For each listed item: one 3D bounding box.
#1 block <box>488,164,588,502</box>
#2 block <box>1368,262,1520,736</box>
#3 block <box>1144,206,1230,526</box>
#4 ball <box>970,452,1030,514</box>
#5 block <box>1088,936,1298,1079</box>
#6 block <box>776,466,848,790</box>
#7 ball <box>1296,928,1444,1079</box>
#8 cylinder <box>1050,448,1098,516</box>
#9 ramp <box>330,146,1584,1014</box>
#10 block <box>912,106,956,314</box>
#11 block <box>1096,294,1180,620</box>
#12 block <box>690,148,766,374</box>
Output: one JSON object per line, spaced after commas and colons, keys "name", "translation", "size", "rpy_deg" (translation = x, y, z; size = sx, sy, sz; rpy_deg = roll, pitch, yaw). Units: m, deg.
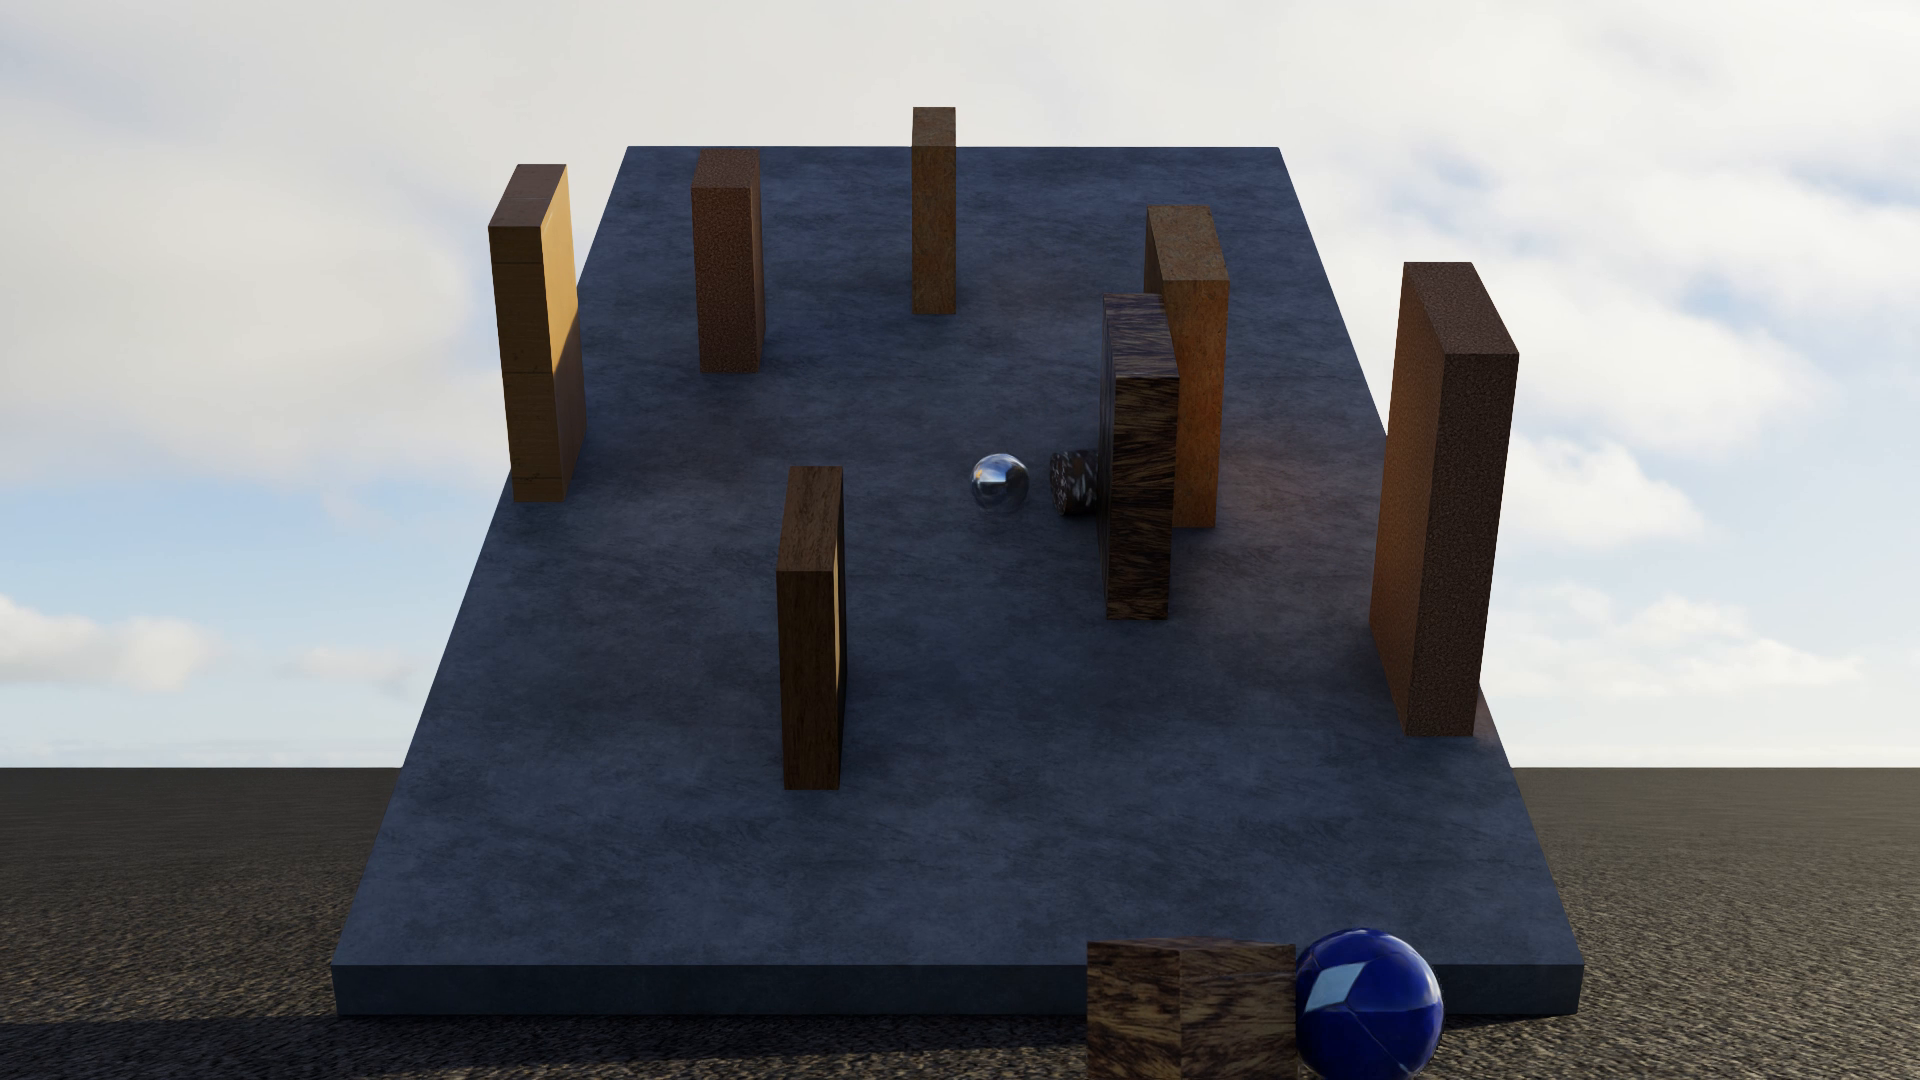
{"name": "block", "translation": [-0.921, -0.456, 5.243], "size": [0.109, 0.639, 0.386], "rpy_deg": [0, 28, 0]}
{"name": "block", "translation": [0.882, -0.076, 4.406], "size": [0.126, 0.768, 0.423], "rpy_deg": [0, 28, 0]}
{"name": "block", "translation": [0.479, -0.382, 5.189], "size": [0.136, 0.567, 0.441], "rpy_deg": [0, 28, 0]}
{"name": "ball", "translation": [0.086, -0.123, 5.164], "size": [0.131, 0.131, 0.131], "rpy_deg": [0, -5, 0]}
{"name": "block", "translation": [0.286, 0.591, 2.954], "size": [0.182, 0.182, 0.182], "rpy_deg": [4, -6, -34]}
{"name": "block", "translation": [-0.264, 0.154, 4.314], "size": [0.097, 0.443, 0.400], "rpy_deg": [0, 28, 0]}
{"name": "ball", "translation": [0.501, 0.585, 2.978], "size": [0.199, 0.199, 0.199], "rpy_deg": [0, -5, 0]}
{"name": "cylinder", "translation": [0.278, -0.129, 5.172], "size": [0.137, 0.137, 0.137], "rpy_deg": [-6, -4, -12]}
{"name": "ramp", "translation": [-0.012, -0.222, 5.594], "size": [2.000, 0.100, 4.000], "rpy_deg": [0, 28, 0]}
{"name": "block", "translation": [-0.067, -0.856, 6.195], "size": [0.111, 0.452, 0.314], "rpy_deg": [0, 28, 0]}
{"name": "block", "translation": [0.354, -0.173, 4.836], "size": [0.121, 0.531, 0.419], "rpy_deg": [0, 28, 0]}
{"name": "block", "translation": [-0.564, -0.684, 5.844], "size": [0.141, 0.476, 0.280], "rpy_deg": [0, 28, 0]}
